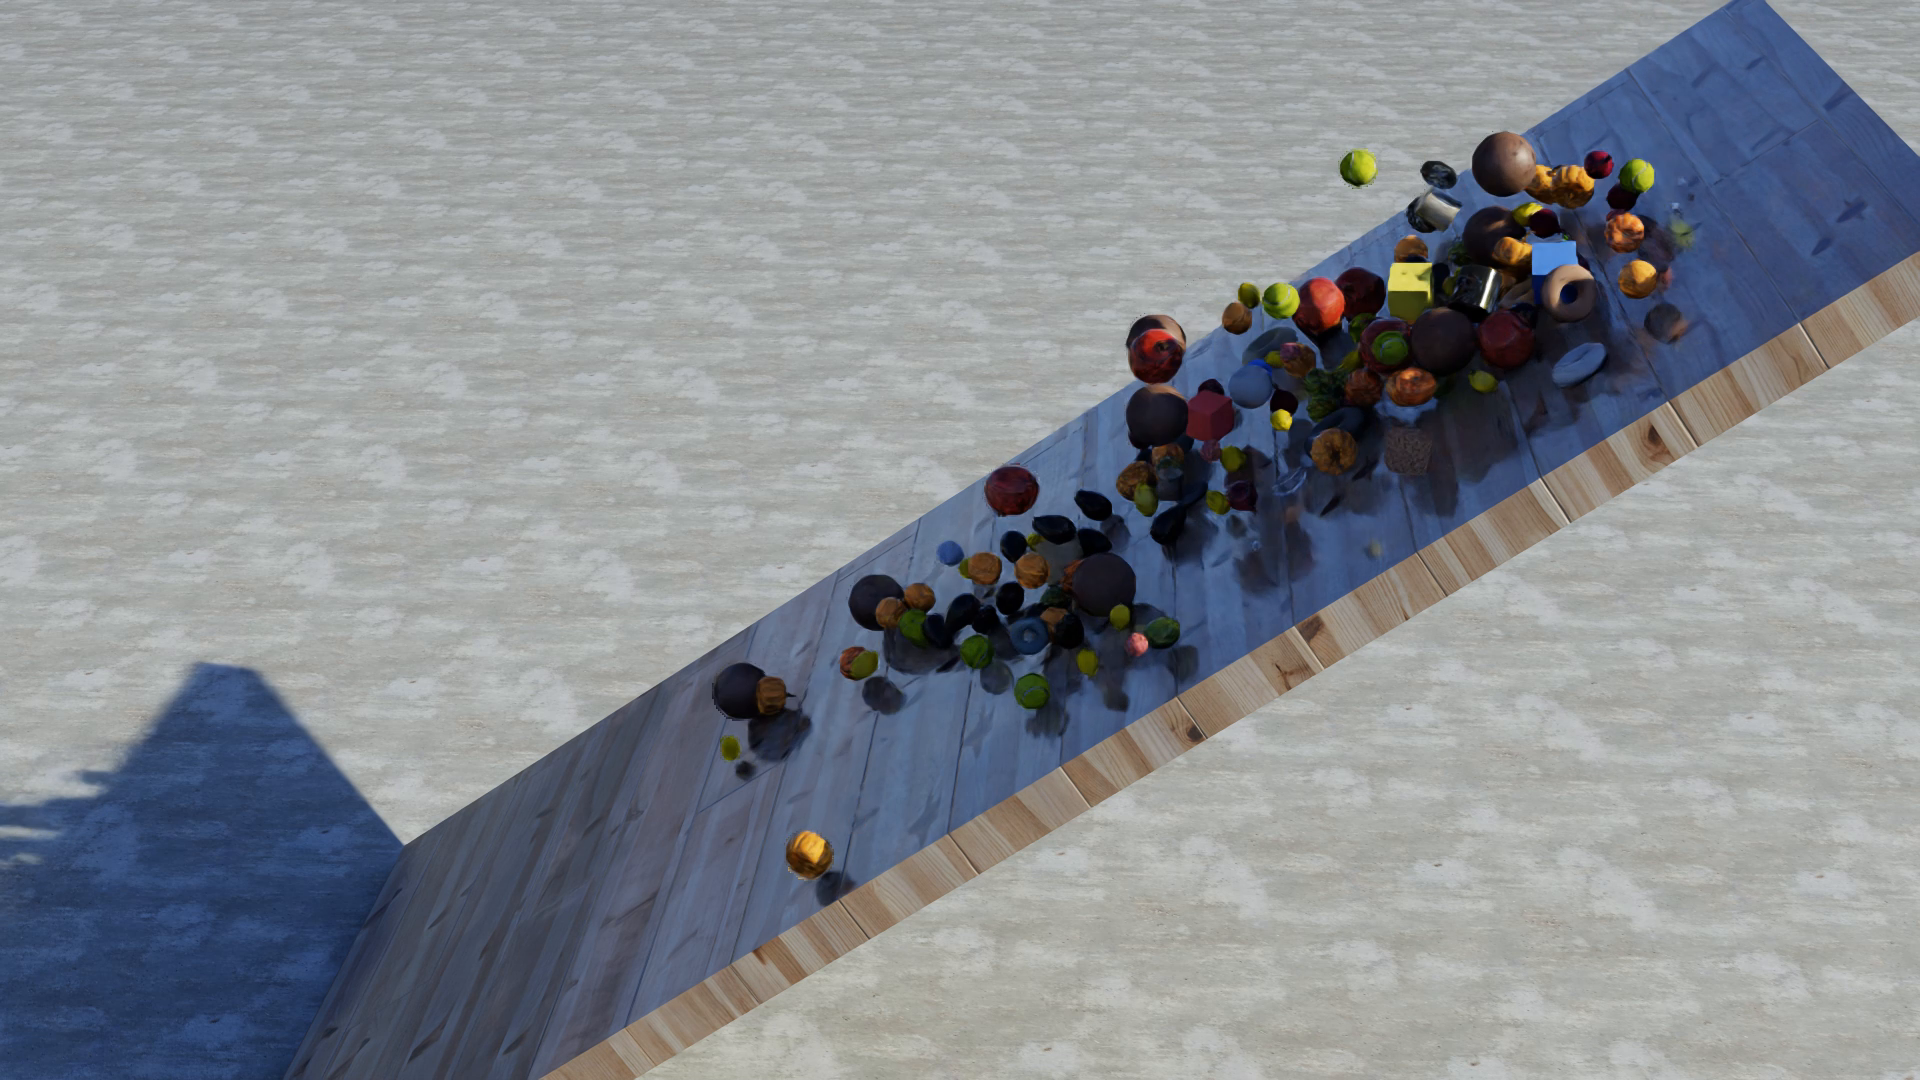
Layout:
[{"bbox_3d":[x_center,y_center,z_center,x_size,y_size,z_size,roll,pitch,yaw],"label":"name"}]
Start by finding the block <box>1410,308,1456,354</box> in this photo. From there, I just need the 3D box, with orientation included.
[{"bbox_3d":[0.938,-0.416,5.842,0.058,0.058,0.058,35,13,-17],"label":"block"}]

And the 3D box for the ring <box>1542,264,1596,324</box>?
[{"bbox_3d":[1.137,-0.460,5.491,0.111,0.111,0.037,-5,9,-12],"label":"ring"}]

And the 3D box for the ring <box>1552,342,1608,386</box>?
[{"bbox_3d":[1.126,-0.319,5.342,0.111,0.037,0.111,-33,14,10],"label":"ring"}]

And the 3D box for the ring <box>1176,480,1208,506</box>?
[{"bbox_3d":[0.483,-0.097,6.113,0.075,0.025,0.075,-33,17,11],"label":"ring"}]

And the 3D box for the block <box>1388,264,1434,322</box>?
[{"bbox_3d":[0.919,-0.504,5.989,0.083,0.083,0.083,2,47,15],"label":"block"}]

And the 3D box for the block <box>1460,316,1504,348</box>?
[{"bbox_3d":[1.023,-0.414,5.761,0.052,0.052,0.052,26,-5,-29],"label":"block"}]

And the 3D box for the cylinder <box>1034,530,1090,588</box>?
[{"bbox_3d":[0.212,0.039,6.082,0.093,0.093,0.093,-19,-6,-2],"label":"cylinder"}]

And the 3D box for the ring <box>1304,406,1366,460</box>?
[{"bbox_3d":[0.745,-0.211,5.836,0.139,0.046,0.139,-37,17,13],"label":"ring"}]

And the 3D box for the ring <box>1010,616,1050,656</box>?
[{"bbox_3d":[0.138,0.190,5.839,0.080,0.080,0.027,-3,9,-8],"label":"ring"}]

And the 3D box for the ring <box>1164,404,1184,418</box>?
[{"bbox_3d":[0.488,-0.277,6.630,0.076,0.025,0.076,-37,15,12],"label":"ring"}]

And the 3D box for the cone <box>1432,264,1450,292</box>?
[{"bbox_3d":[1.025,-0.542,6.235,0.065,0.065,0.065,-8,38,-20],"label":"cone"}]

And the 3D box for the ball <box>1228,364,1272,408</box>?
[{"bbox_3d":[0.594,-0.313,6.006,0.090,0.090,0.090,0,21,0],"label":"ball"}]

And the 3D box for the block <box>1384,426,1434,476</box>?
[{"bbox_3d":[0.827,-0.164,5.421,0.069,0.069,0.069,7,18,-4],"label":"block"}]

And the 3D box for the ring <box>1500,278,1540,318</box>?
[{"bbox_3d":[1.120,-0.480,5.820,0.117,0.039,0.117,-32,17,11],"label":"ring"}]

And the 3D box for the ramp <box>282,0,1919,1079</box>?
[{"bbox_3d":[0.136,0.174,6.305,4.000,0.100,2.000,-32,16,15],"label":"ramp"}]

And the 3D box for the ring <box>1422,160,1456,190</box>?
[{"bbox_3d":[0.989,-0.754,6.070,0.079,0.079,0.026,15,66,34],"label":"ring"}]

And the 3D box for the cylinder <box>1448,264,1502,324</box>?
[{"bbox_3d":[0.989,-0.473,5.644,0.083,0.083,0.083,18,-18,6],"label":"cylinder"}]

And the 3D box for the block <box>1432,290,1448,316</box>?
[{"bbox_3d":[0.978,-0.489,6.128,0.054,0.054,0.054,-38,15,11],"label":"block"}]

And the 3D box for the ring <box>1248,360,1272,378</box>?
[{"bbox_3d":[0.618,-0.329,6.152,0.034,0.102,0.102,21,29,37],"label":"ring"}]

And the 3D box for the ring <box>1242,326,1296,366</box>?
[{"bbox_3d":[0.693,-0.429,6.593,0.140,0.047,0.140,-34,17,11],"label":"ring"}]

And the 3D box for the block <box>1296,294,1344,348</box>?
[{"bbox_3d":[0.787,-0.479,6.435,0.071,0.071,0.071,-39,70,-9],"label":"block"}]

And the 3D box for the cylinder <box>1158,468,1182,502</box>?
[{"bbox_3d":[0.434,-0.114,6.088,0.052,0.052,0.052,-2,30,1],"label":"cylinder"}]

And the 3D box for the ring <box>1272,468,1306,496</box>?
[{"bbox_3d":[0.650,-0.114,5.797,0.076,0.025,0.076,-35,14,10],"label":"ring"}]

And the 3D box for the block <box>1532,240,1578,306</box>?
[{"bbox_3d":[1.148,-0.514,5.672,0.084,0.084,0.084,-3,51,13],"label":"block"}]

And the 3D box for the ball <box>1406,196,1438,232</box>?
[{"bbox_3d":[1.043,-0.730,6.583,0.084,0.084,0.084,0,21,0],"label":"ball"}]

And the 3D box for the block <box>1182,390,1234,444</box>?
[{"bbox_3d":[0.529,-0.261,6.251,0.075,0.075,0.075,23,46,37],"label":"block"}]
